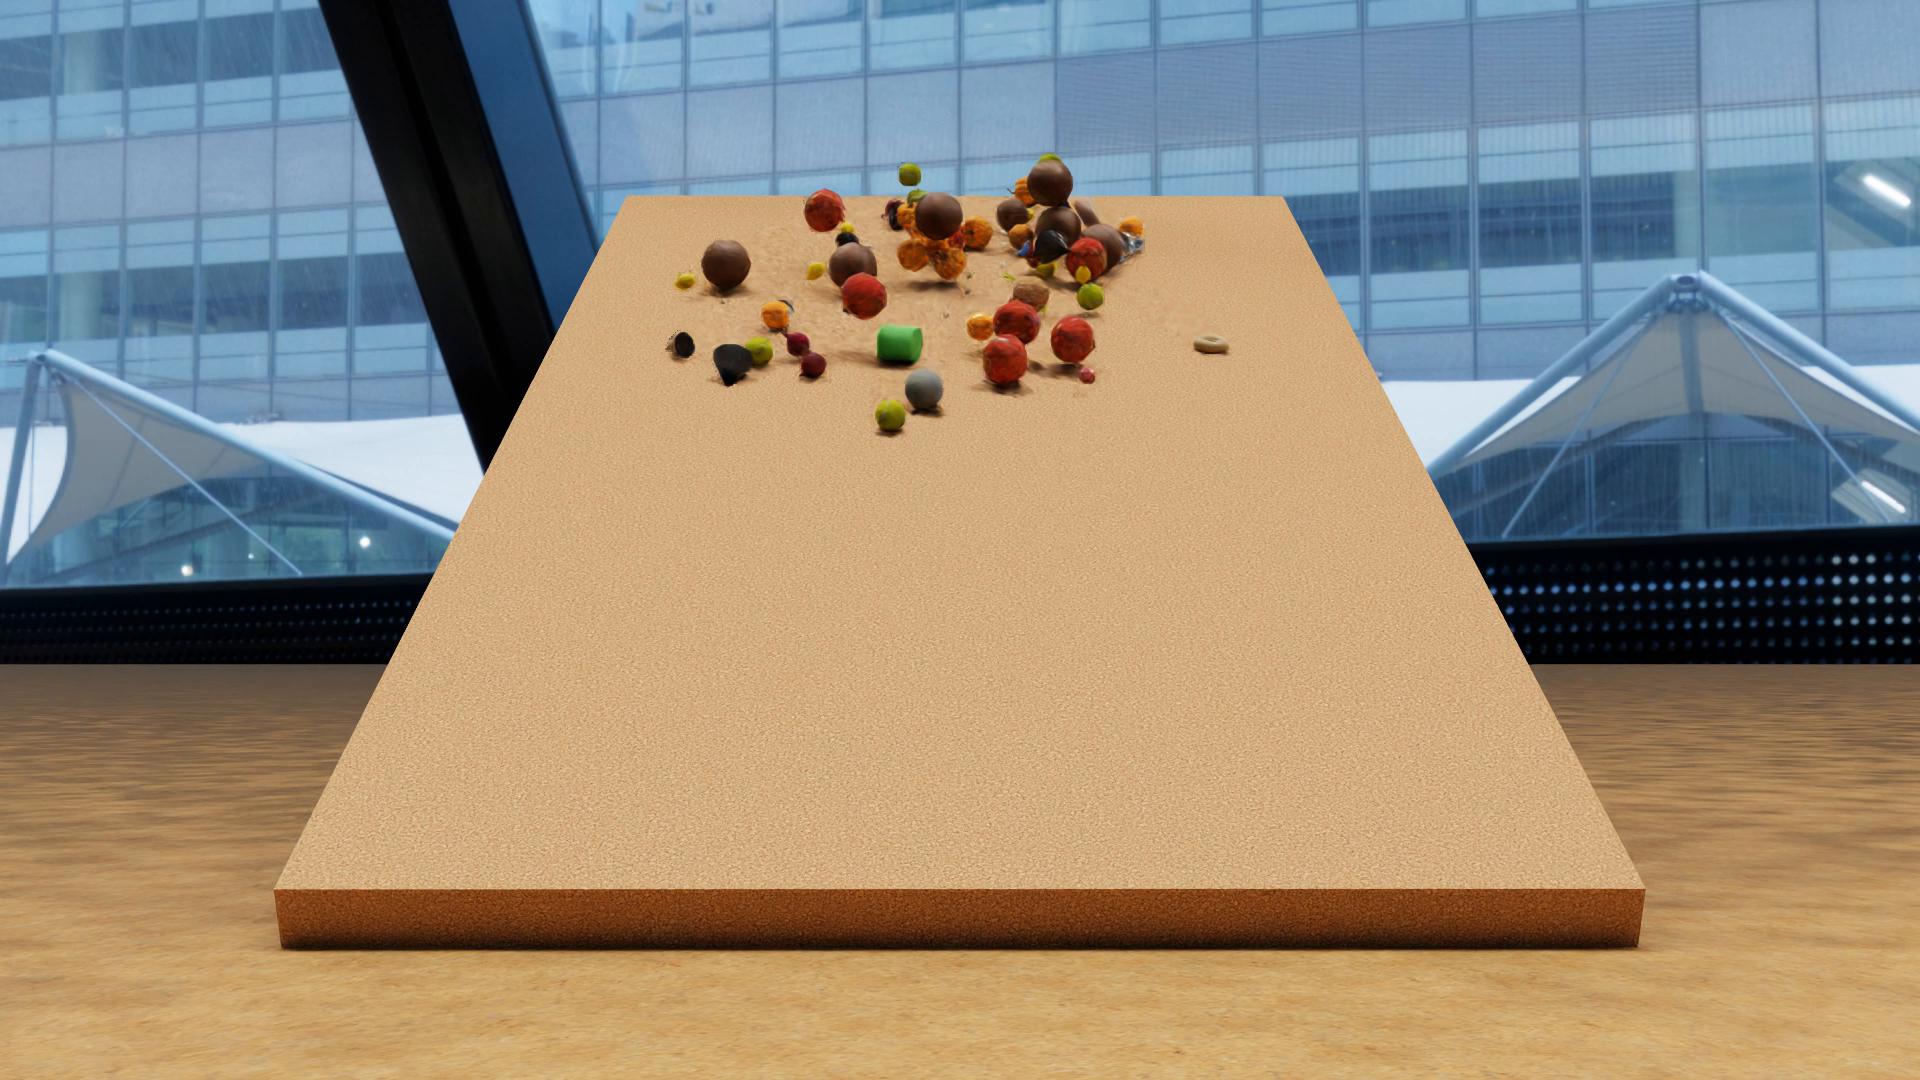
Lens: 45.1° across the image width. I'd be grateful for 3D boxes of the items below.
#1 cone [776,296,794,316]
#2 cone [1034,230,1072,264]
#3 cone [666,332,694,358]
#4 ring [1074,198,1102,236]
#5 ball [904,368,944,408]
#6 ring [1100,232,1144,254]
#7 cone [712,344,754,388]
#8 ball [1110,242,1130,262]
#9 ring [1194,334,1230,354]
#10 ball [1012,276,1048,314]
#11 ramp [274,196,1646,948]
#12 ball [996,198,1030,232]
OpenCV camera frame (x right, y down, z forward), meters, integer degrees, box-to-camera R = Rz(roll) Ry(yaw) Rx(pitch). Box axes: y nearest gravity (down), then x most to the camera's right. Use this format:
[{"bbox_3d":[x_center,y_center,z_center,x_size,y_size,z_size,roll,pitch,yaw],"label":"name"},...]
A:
[{"bbox_3d":[-0.435,-0.601,5.848,0.050,0.050,0.050,12,-44,12],"label":"cone"},{"bbox_3d":[0.264,-0.776,6.161,0.093,0.093,0.093,3,11,-46],"label":"cone"},{"bbox_3d":[-0.693,-0.469,5.621,0.066,0.066,0.066,-8,-8,39],"label":"cone"},{"bbox_3d":[0.368,-0.925,6.619,0.041,0.122,0.122,-32,-7,6],"label":"ring"},{"bbox_3d":[-0.082,-0.346,5.268,0.091,0.091,0.091,0,-3,0],"label":"ball"},{"bbox_3d":[0.453,-0.830,6.478,0.124,0.041,0.124,1,24,0],"label":"ring"},{"bbox_3d":[-0.541,-0.391,5.432,0.098,0.098,0.098,3,-41,3],"label":"cone"},{"bbox_3d":[0.443,-0.794,6.376,0.055,0.055,0.055,0,-3,0],"label":"ball"},{"bbox_3d":[0.618,-0.481,5.671,0.090,0.030,0.090,0,22,0],"label":"ring"},{"bbox_3d":[0.180,-0.628,5.912,0.094,0.094,0.094,0,-3,0],"label":"ball"},{"bbox_3d":[-0.007,-0.225,5.228,2.000,0.100,4.000,0,23,0],"label":"ramp"},{"bbox_3d":[0.151,-0.935,6.655,0.096,0.096,0.096,0,-3,0],"label":"ball"}]
